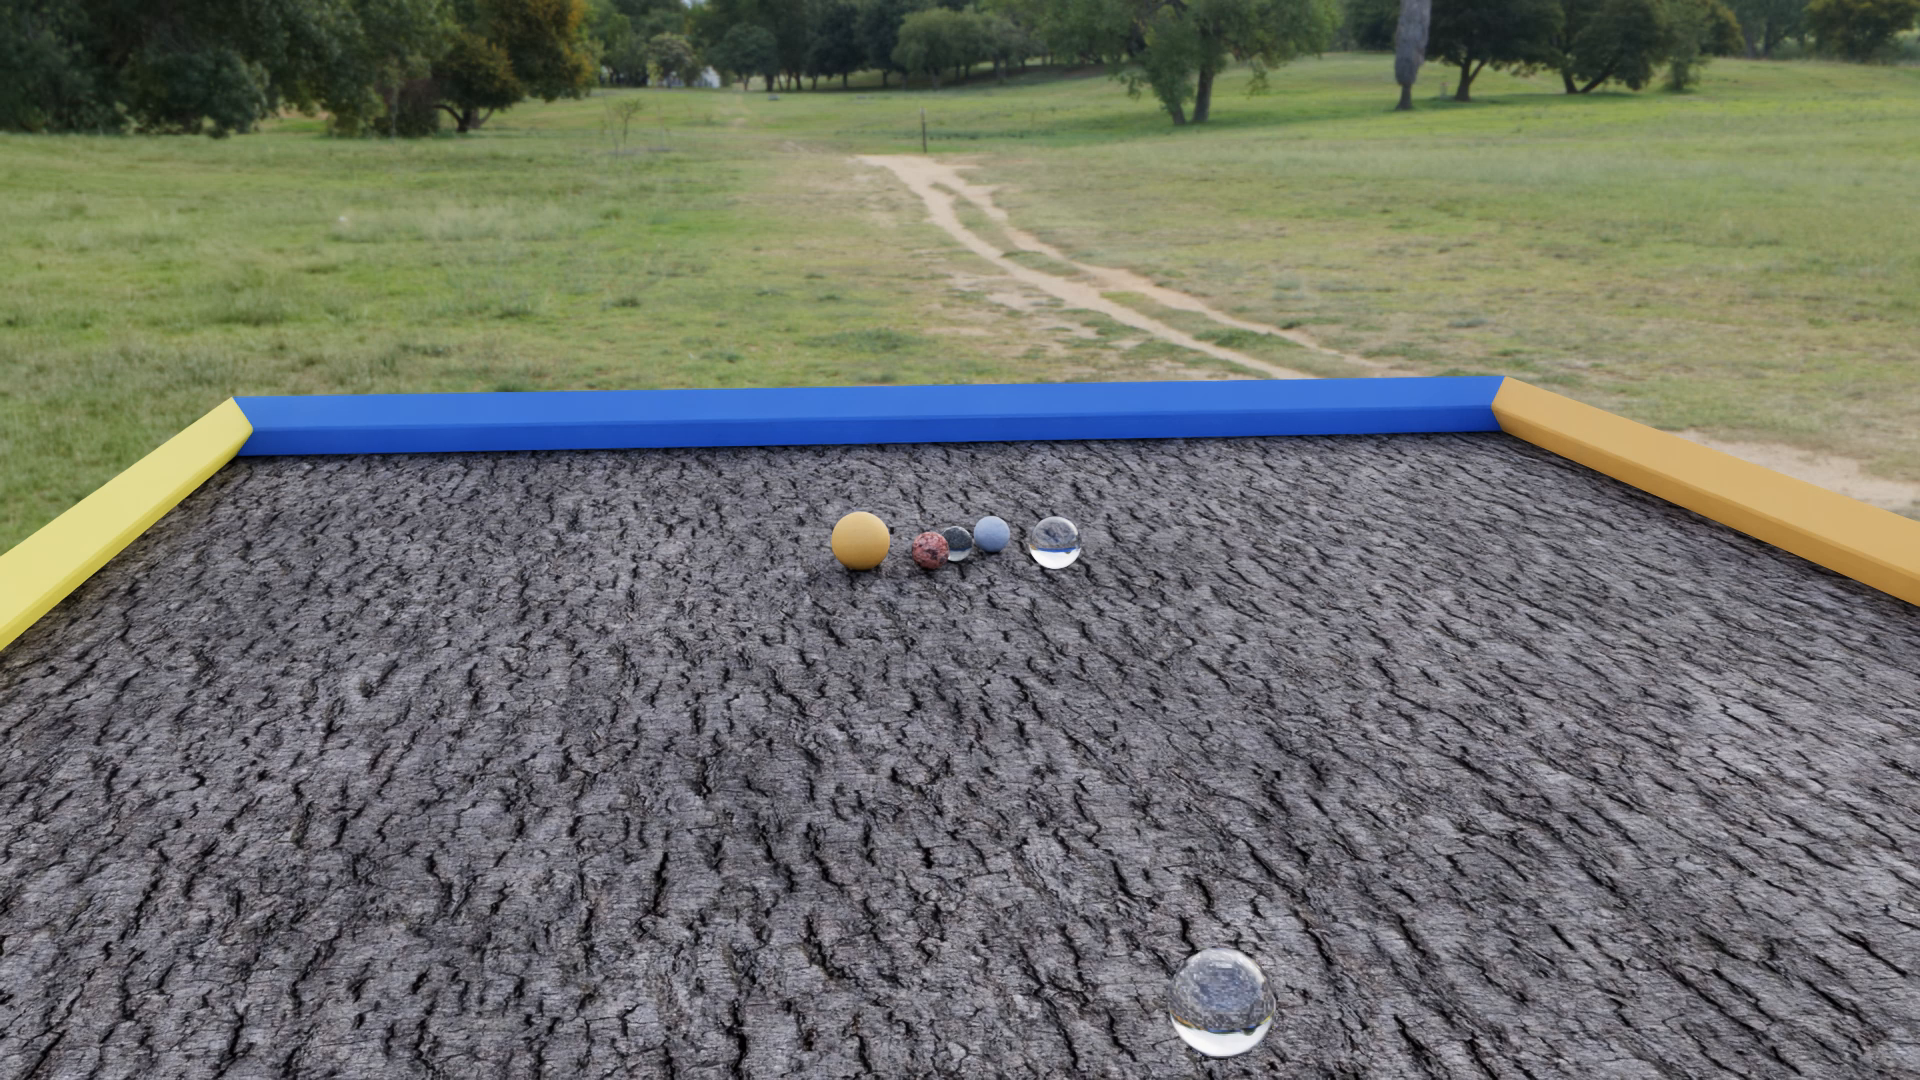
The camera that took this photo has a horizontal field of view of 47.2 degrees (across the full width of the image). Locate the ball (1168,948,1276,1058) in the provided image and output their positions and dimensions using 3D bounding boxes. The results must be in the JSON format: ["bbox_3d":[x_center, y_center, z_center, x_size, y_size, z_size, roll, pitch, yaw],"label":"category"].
[{"bbox_3d":[0.188,0.332,1.582,0.077,0.077,0.077,0,12,0],"label":"ball"}]

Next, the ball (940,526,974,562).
[{"bbox_3d":[-0.007,0.005,3.224,0.052,0.052,0.052,0,12,0],"label":"ball"}]

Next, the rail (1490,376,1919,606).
[{"bbox_3d":[1.344,0.167,2.294,0.045,0.110,4.398,-1,12,-7],"label":"rail"}]

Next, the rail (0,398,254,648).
[{"bbox_3d":[-1.075,0.228,2.001,0.045,0.110,4.398,-1,12,-7],"label":"rail"}]

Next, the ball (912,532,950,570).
[{"bbox_3d":[-0.043,0.016,3.165,0.055,0.055,0.055,0,12,0],"label":"ball"}]

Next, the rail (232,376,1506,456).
[{"bbox_3d":[-0.132,-0.240,4.261,2.485,0.110,0.045,-1,12,-7],"label":"rail"}]

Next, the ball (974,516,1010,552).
[{"bbox_3d":[0.047,-0.008,3.283,0.055,0.055,0.055,0,12,0],"label":"ball"}]

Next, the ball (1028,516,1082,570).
[{"bbox_3d":[0.138,0.004,3.172,0.076,0.076,0.076,0,12,0],"label":"ball"}]

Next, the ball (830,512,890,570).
[{"bbox_3d":[-0.143,0.002,3.160,0.085,0.085,0.085,0,12,0],"label":"ball"}]
